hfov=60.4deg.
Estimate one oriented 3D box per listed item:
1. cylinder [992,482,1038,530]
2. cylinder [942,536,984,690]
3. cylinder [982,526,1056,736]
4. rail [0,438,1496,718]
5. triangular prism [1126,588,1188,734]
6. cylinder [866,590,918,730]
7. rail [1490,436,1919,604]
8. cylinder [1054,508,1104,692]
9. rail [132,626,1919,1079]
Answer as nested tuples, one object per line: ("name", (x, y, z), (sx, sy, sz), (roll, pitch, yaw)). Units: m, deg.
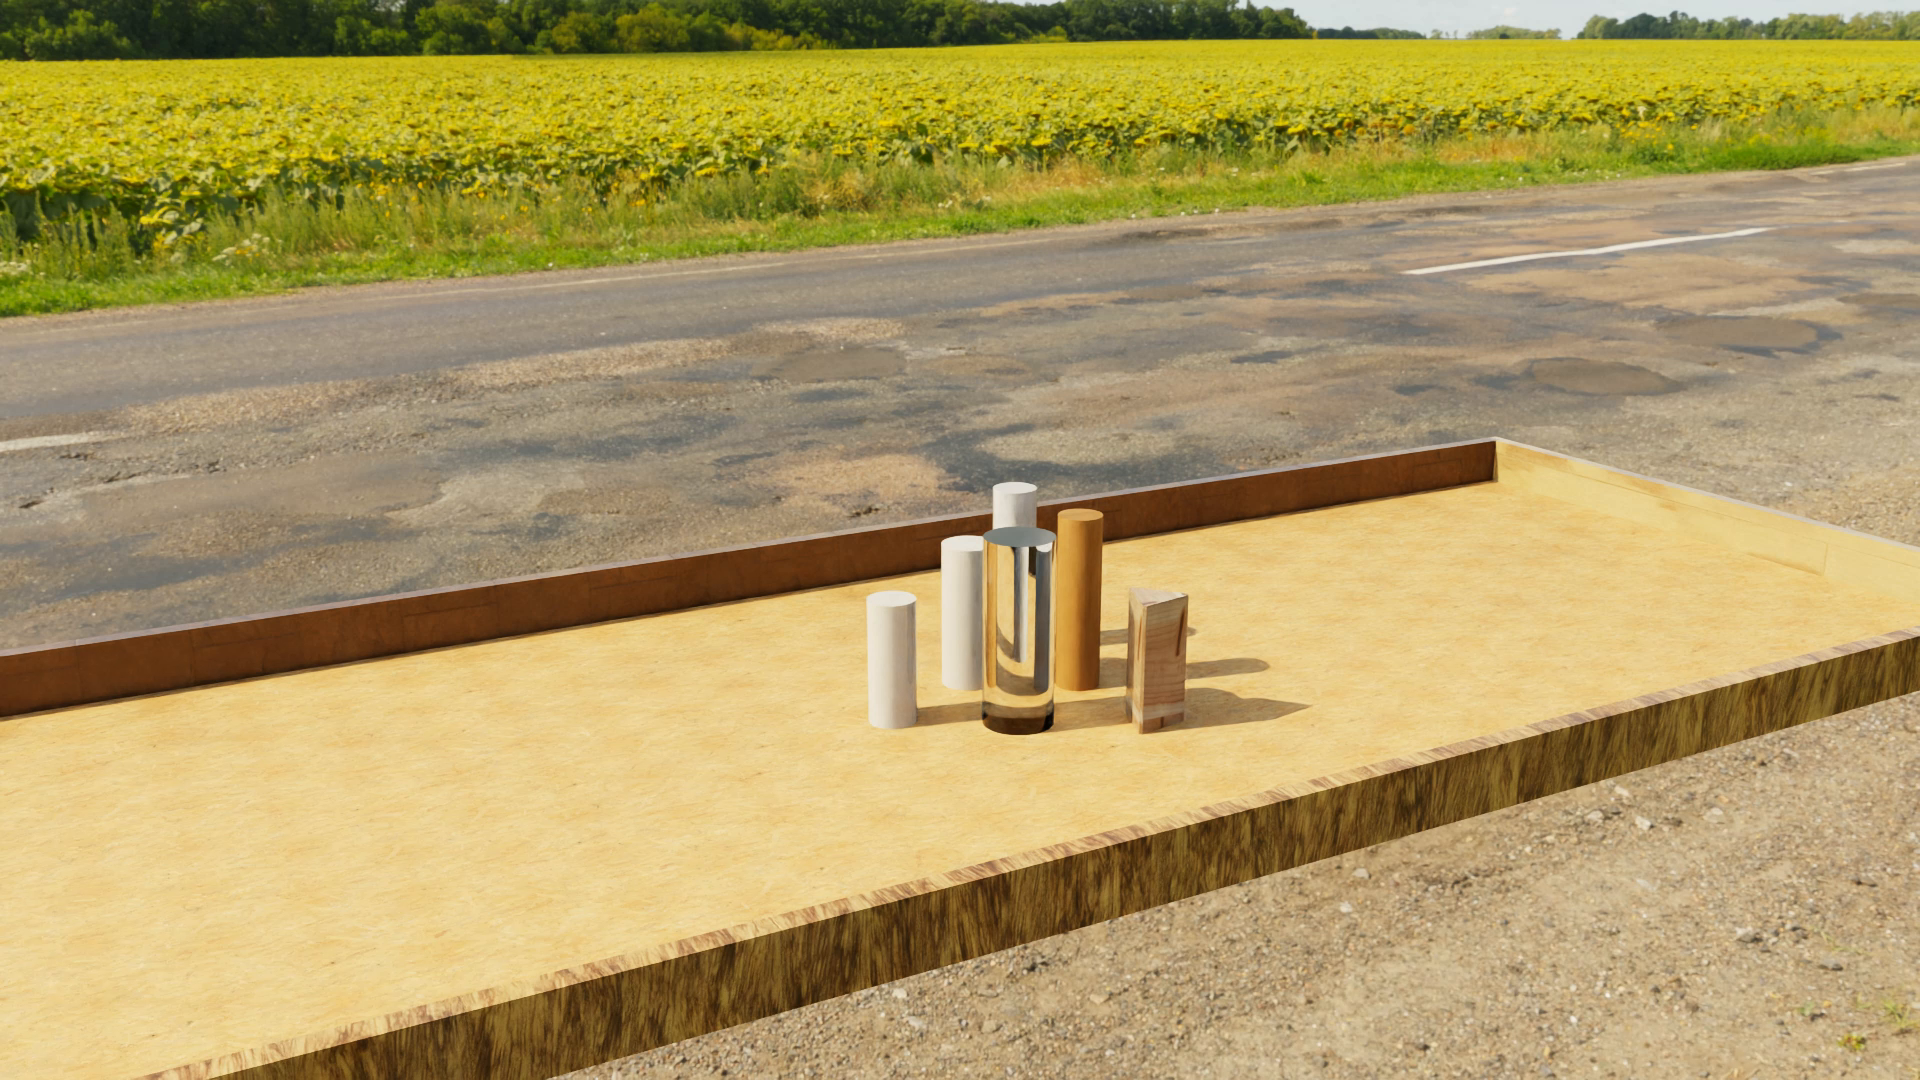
("cylinder", (0.142, 0.075, 4.325), (0.114, 0.438, 0.114), (0, 16, 0))
("cylinder", (0.021, 0.181, 4.096), (0.135, 0.362, 0.135), (0, 16, 0))
("cylinder", (0.137, 0.210, 3.832), (0.169, 0.455, 0.169), (0, 16, 0))
("rail", (-3.305, 0.497, 3.399), (12.000, 0.150, 0.050), (-9, 18, -27))
("triangular prism", (0.436, 0.275, 3.864), (0.140, 0.314, 0.121), (-12, 20, -36))
("cylinder", (-0.159, 0.281, 3.862), (0.115, 0.303, 0.115), (0, 16, 0))
("rail", (2.466, -0.048, 5.253), (0.050, 0.150, 2.100), (-9, 18, -27))
("cylinder", (0.293, 0.148, 4.072), (0.111, 0.438, 0.111), (0, 16, 0))
("rail", (-2.336, 1.006, 1.665), (12.000, 0.150, 0.050), (-9, 18, -27))
